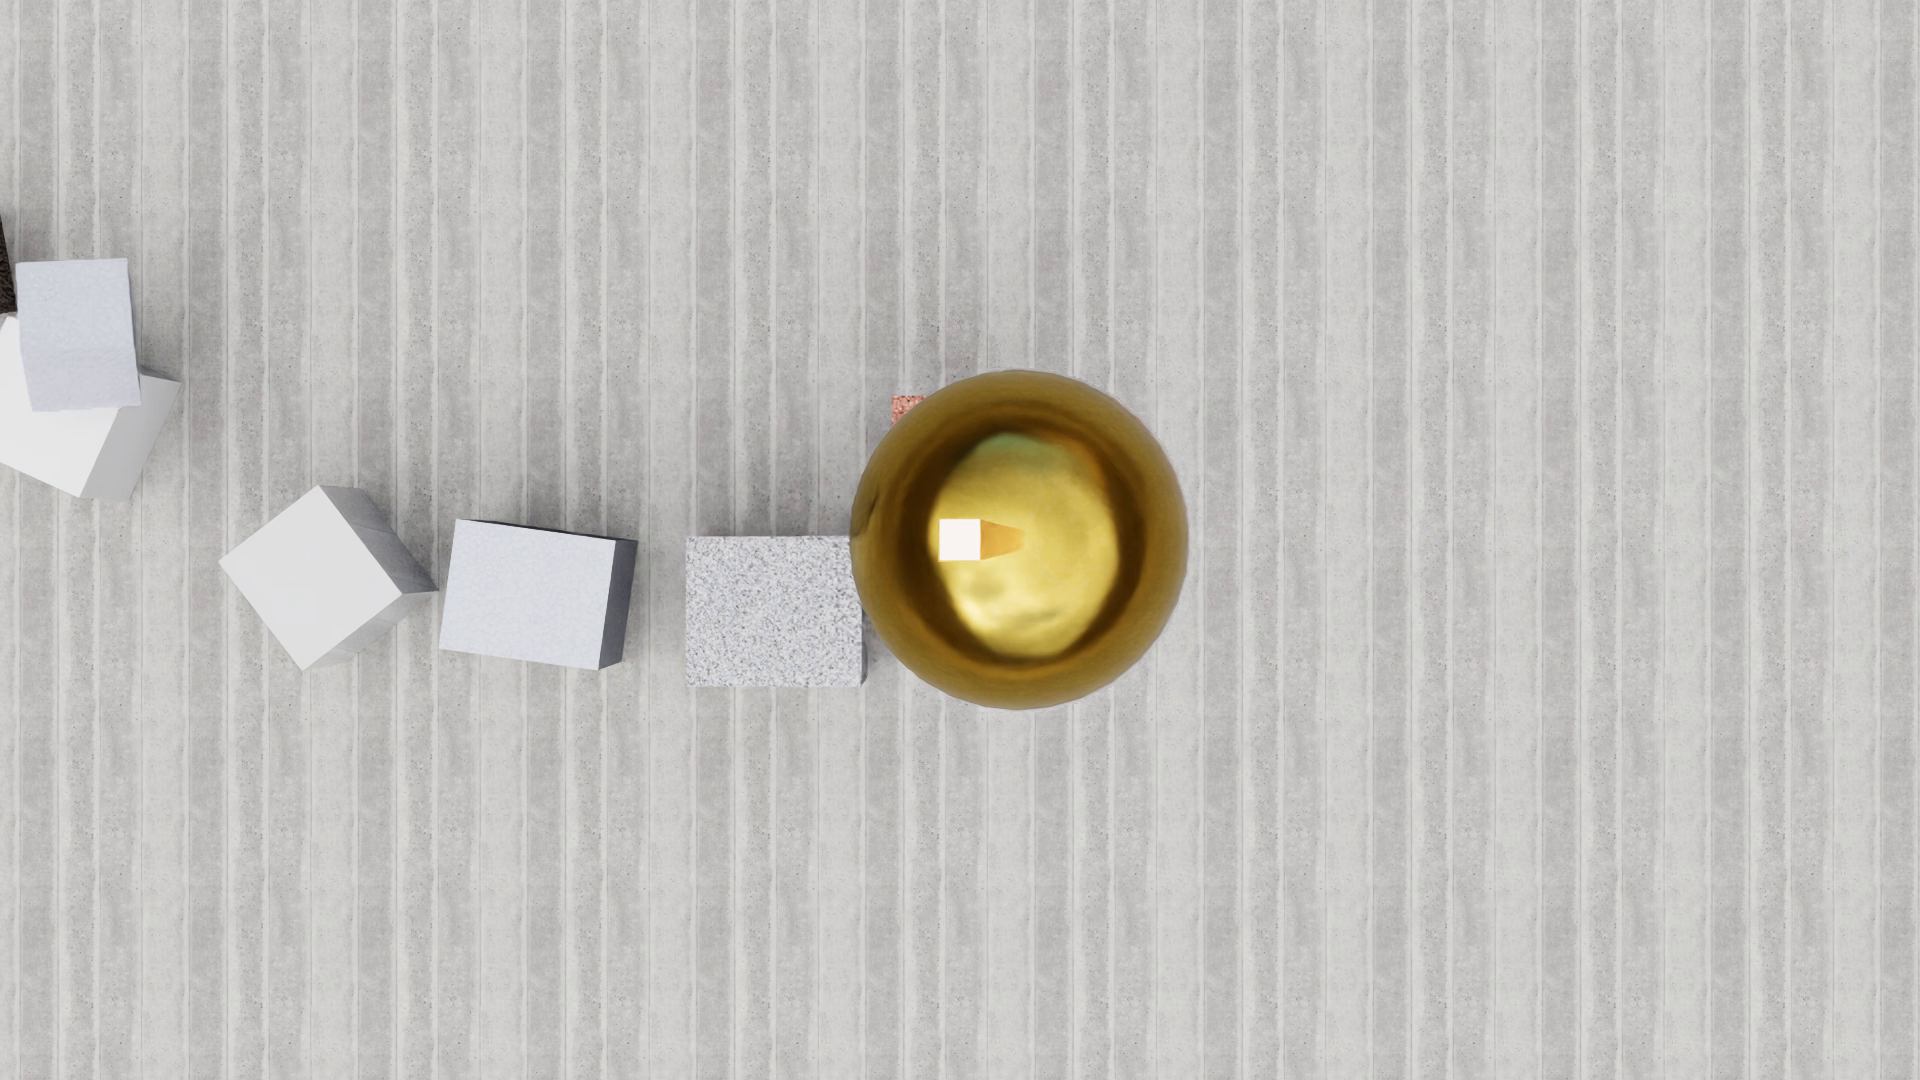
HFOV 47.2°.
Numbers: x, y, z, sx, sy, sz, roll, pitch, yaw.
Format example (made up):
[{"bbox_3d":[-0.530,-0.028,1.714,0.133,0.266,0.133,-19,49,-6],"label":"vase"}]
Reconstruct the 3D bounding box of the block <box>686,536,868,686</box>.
[{"bbox_3d":[-1.022,0.392,12.526,0.958,0.948,0.822,0,90,0],"label":"block"}]

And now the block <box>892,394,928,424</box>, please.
[{"bbox_3d":[-0.018,-0.416,12.565,0.710,0.869,0.770,0,90,0],"label":"block"}]

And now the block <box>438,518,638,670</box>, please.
[{"bbox_3d":[-2.391,0.302,12.572,0.888,0.855,0.723,8,90,0],"label":"block"}]

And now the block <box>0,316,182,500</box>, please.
[{"bbox_3d":[-5.114,-0.744,12.633,0.782,0.734,0.761,24,90,0],"label":"block"}]

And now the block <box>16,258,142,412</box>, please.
[{"bbox_3d":[-4.801,-1.116,11.988,0.560,0.555,0.593,-5,60,-19],"label":"block"}]

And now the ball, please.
[{"bbox_3d":[0.275,0.000,10.305,1.600,1.600,1.600,0,90,0],"label":"ball"}]

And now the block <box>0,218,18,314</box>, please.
[{"bbox_3d":[-5.942,-1.594,12.699,0.647,0.603,0.604,-10,90,0],"label":"block"}]

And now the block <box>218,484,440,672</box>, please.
[{"bbox_3d":[-3.586,0.209,12.567,0.696,0.867,0.764,-38,90,0],"label":"block"}]

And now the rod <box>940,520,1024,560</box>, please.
[{"bbox_3d":[0.119,0.000,6.908,0.080,5.200,0.080,0,90,3],"label":"rod"}]
